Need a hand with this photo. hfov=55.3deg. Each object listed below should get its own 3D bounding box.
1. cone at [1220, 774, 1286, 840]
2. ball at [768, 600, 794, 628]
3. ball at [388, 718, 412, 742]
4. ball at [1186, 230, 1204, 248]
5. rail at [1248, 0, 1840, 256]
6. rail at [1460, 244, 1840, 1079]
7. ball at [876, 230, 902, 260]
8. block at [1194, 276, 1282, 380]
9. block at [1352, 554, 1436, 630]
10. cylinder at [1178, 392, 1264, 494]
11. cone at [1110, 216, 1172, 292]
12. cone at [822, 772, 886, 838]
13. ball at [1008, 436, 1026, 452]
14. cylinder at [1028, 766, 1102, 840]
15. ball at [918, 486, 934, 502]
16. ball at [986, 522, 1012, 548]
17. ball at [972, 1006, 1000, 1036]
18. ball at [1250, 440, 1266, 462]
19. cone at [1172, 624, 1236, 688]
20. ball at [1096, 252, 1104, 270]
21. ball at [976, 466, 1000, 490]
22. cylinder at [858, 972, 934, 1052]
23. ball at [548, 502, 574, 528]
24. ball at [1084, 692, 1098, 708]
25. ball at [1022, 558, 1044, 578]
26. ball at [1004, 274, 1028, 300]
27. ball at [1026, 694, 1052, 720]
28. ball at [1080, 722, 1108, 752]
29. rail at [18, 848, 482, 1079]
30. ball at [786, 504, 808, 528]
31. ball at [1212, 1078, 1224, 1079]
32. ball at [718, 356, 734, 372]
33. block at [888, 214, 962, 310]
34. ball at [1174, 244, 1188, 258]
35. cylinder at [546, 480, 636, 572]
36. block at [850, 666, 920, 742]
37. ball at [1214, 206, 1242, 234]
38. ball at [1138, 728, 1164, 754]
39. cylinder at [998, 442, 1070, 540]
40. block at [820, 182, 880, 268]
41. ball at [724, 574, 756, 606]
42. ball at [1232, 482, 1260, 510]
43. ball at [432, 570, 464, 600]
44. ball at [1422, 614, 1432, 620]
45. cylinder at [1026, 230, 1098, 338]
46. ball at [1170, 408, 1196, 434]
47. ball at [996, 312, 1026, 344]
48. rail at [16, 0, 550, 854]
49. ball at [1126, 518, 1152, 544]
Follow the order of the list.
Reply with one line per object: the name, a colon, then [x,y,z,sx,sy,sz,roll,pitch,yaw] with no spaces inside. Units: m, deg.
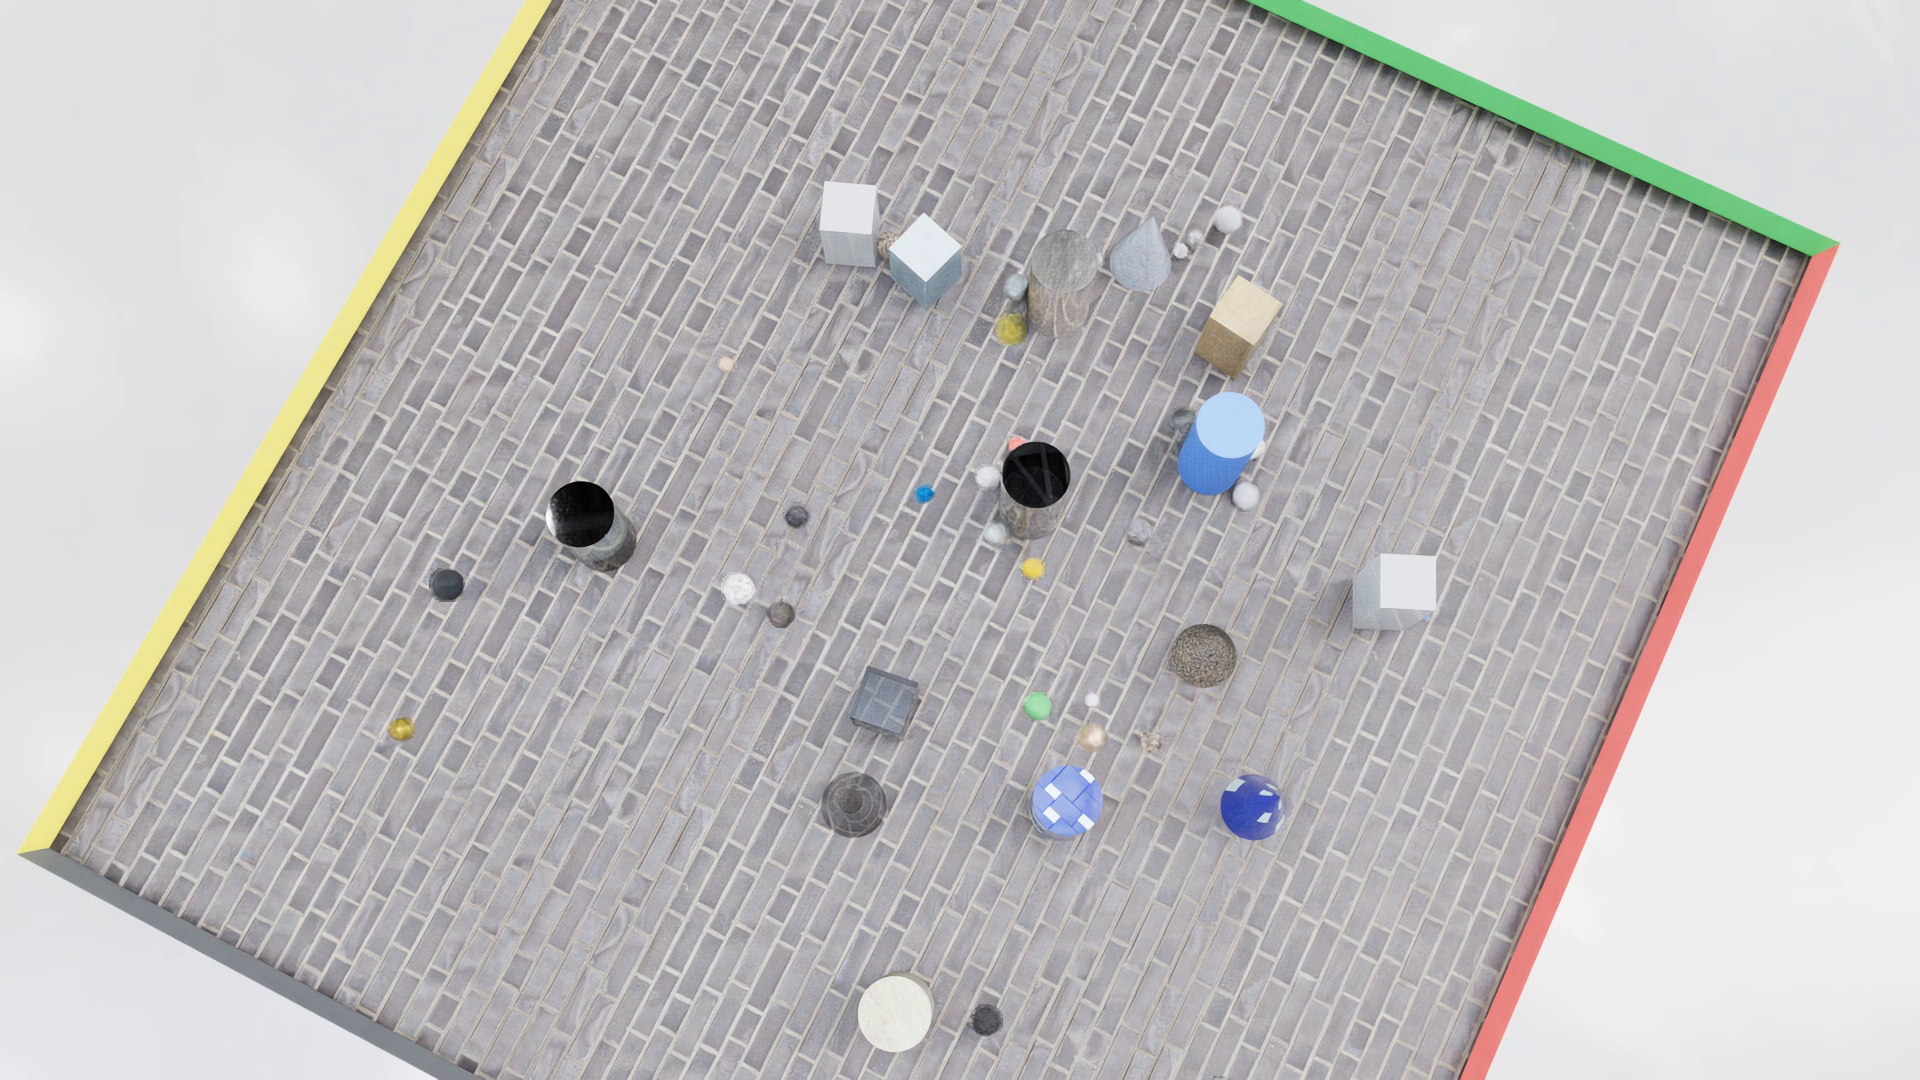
cone: [0.872,0.748,5.224,0.196,0.467,0.196,0,78,0]
ball: [-0.539,0.225,5.528,0.083,0.083,0.083,0,78,0]
ball: [-1.669,0.565,5.463,0.071,0.071,0.071,0,78,0]
ball: [0.742,-0.951,5.784,0.057,0.057,0.057,0,78,0]
rail: [0.909,-1.773,5.918,4.048,0.127,0.045,26,80,5]
rail: [1.789,0.883,5.368,0.045,0.127,4.112,26,80,5]
ball: [-0.216,-0.925,5.761,0.092,0.092,0.092,0,78,0]
block: [0.843,-0.641,5.568,0.156,0.354,0.156,35,80,7]
block: [1.273,0.157,5.391,0.156,0.378,0.156,3,78,1]
cylinder: [0.770,-0.281,5.441,0.196,0.458,0.196,0,78,0]
cone: [0.571,-0.919,5.607,0.196,0.390,0.196,0,78,0]
cone: [-0.316,0.758,5.307,0.196,0.298,0.196,0,78,0]
ball: [0.177,-0.291,5.649,0.054,0.054,0.054,0,78,0]
cylinder: [0.302,0.763,5.294,0.196,0.323,0.196,0,78,0]
ball: [-0.107,-0.139,5.620,0.049,0.049,0.049,0,78,0]
ball: [0.116,-0.016,5.549,0.081,0.081,0.081,0,78,0]
ball: [0.076,1.389,5.286,0.084,0.084,0.084,0,78,0]
ball: [0.901,-0.280,5.635,0.077,0.077,0.077,0,78,0]
cone: [0.738,0.313,5.362,0.196,0.372,0.196,0,78,0]
ball: [0.422,-0.879,5.768,0.060,0.060,0.060,0,78,0]
ball: [0.086,-0.189,5.604,0.077,0.077,0.077,0,78,0]
cylinder: [-0.174,1.308,5.104,0.196,0.473,0.196,0,78,0]
ball: [-1.218,-0.078,5.593,0.078,0.078,0.078,0,78,0]
ball: [0.395,0.480,5.495,0.043,0.043,0.043,0,78,0]
ball: [0.220,0.085,5.550,0.064,0.064,0.064,0,78,0]
ball: [0.178,-0.792,5.738,0.083,0.083,0.083,0,78,0]
ball: [0.235,0.498,5.474,0.078,0.078,0.078,0,78,0]
ball: [0.396,0.586,5.452,0.084,0.084,0.084,0,78,0]
rail: [-0.909,1.787,5.181,4.048,0.127,0.045,26,80,5]
ball: [-0.497,-0.072,5.595,0.071,0.071,0.071,0,78,0]
ball: [0.740,1.587,5.240,0.093,0.093,0.093,0,78,0]
ball: [-0.727,-0.546,5.705,0.049,0.049,0.049,0,78,0]
block: [-0.106,-0.857,5.660,0.156,0.263,0.156,43,81,8]
ball: [0.696,-0.912,5.781,0.047,0.047,0.047,0,78,0]
cylinder: [-1.088,-0.037,5.434,0.196,0.372,0.196,0,78,0]
block: [-0.219,0.484,5.395,0.156,0.237,0.156,18,79,4]
ball: [0.846,-1.010,5.782,0.086,0.086,0.086,0,78,0]
ball: [0.570,0.598,5.455,0.075,0.075,0.075,0,78,0]
cylinder: [0.217,-0.141,5.420,0.196,0.442,0.196,0,78,0]
block: [-0.338,-0.974,5.672,0.156,0.286,0.156,5,78,1]
ball: [-0.667,0.149,5.537,0.096,0.096,0.096,0,78,0]
ball: [0.875,-0.135,5.602,0.083,0.083,0.083,0,78,0]
ball: [-1.547,0.136,5.539,0.097,0.097,0.097,0,78,0]
ball: [1.393,0.210,5.538,0.070,0.070,0.070,0,78,0]
cylinder: [0.305,-0.770,5.555,0.196,0.433,0.196,0,78,0]
ball: [0.690,-0.367,5.651,0.080,0.080,0.080,0,78,0]
ball: [0.159,-0.660,5.703,0.098,0.098,0.098,0,78,0]
rail: [-1.789,-0.869,5.731,0.045,0.127,4.112,26,80,5]
ball: [0.547,-0.026,5.581,0.081,0.081,0.081,0,78,0]
